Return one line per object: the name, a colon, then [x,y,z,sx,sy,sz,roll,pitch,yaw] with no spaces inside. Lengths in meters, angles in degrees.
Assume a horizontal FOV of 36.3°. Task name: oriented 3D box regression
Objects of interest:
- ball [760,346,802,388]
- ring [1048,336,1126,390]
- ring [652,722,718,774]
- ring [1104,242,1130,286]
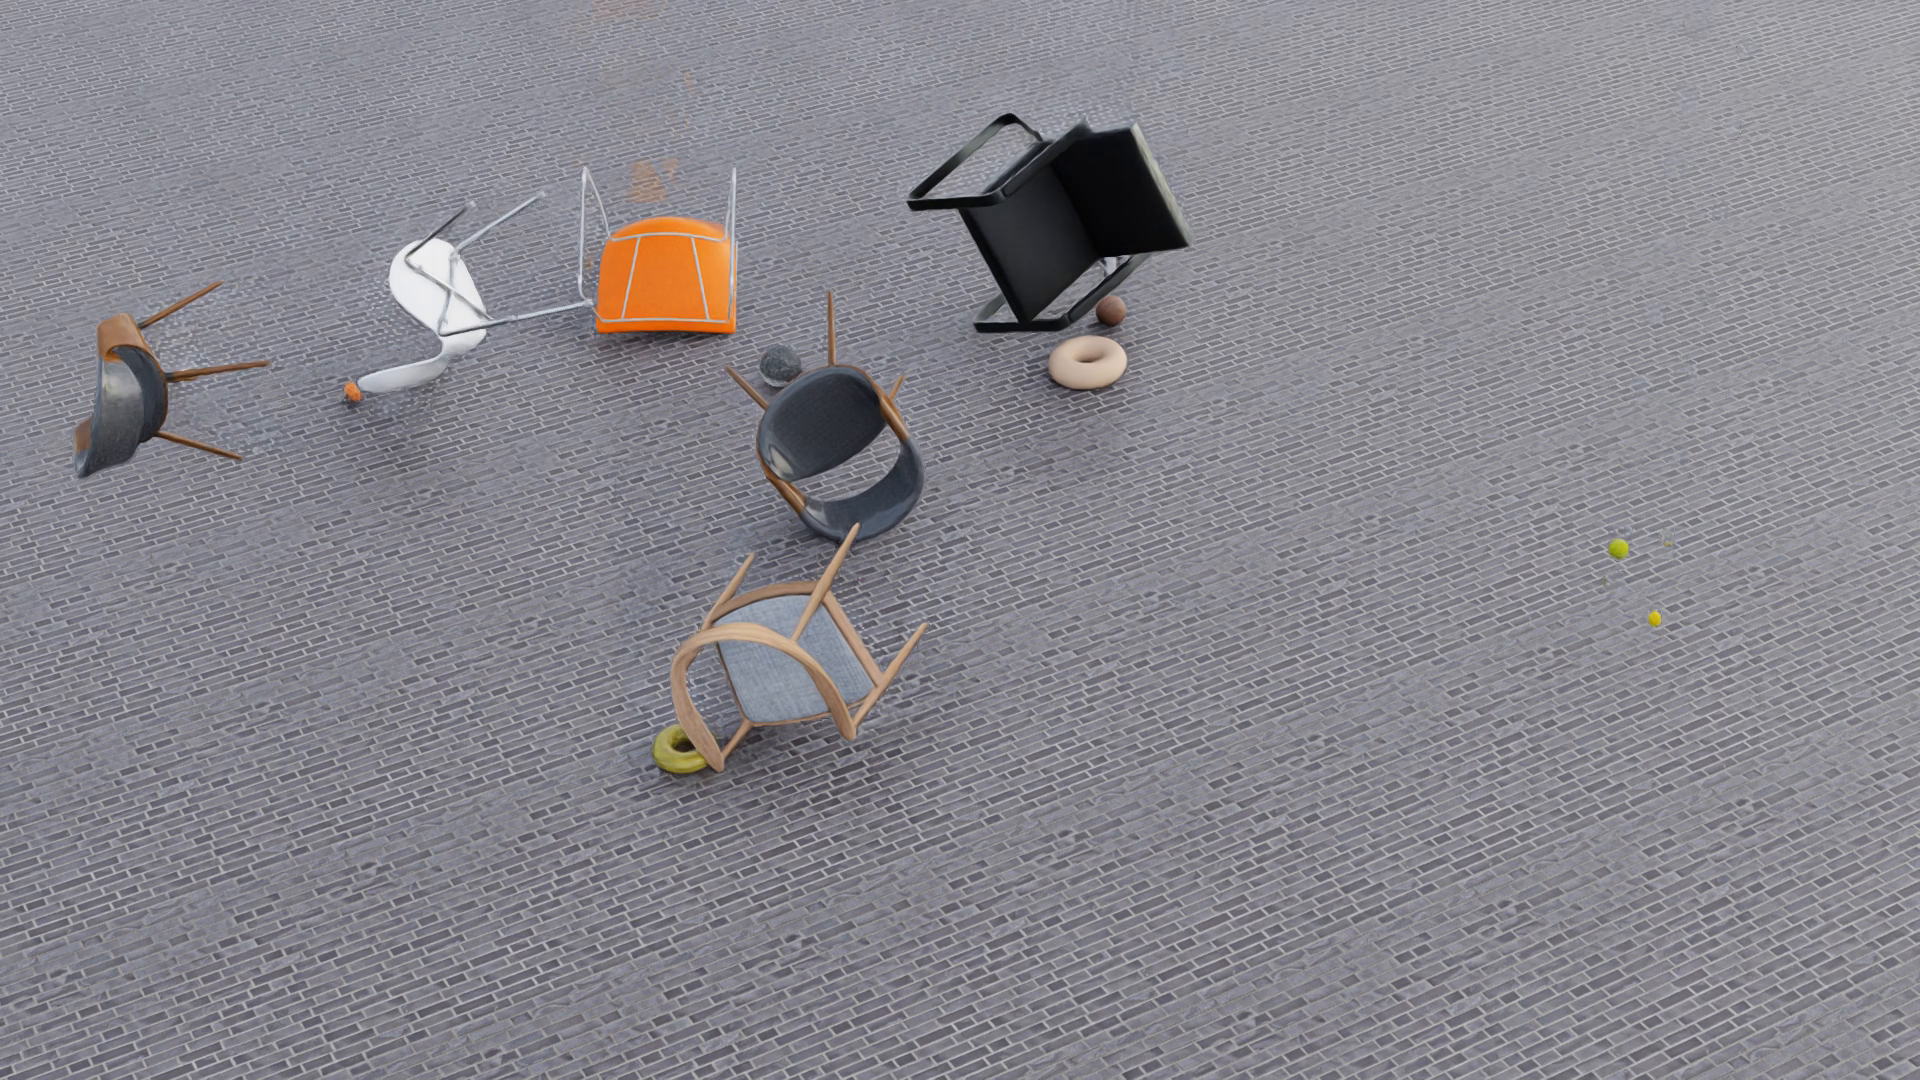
ball: [-0.725,-0.701,11.853,0.170,0.170,0.170,0,33,0]
ring: [0.519,-0.722,11.937,0.333,0.114,0.288,-19,41,-22]
ring: [-0.921,0.697,9.831,0.216,0.062,0.261,6,32,7]
ring: [0.675,-1.193,12.632,0.048,0.142,0.259,-17,35,34]
